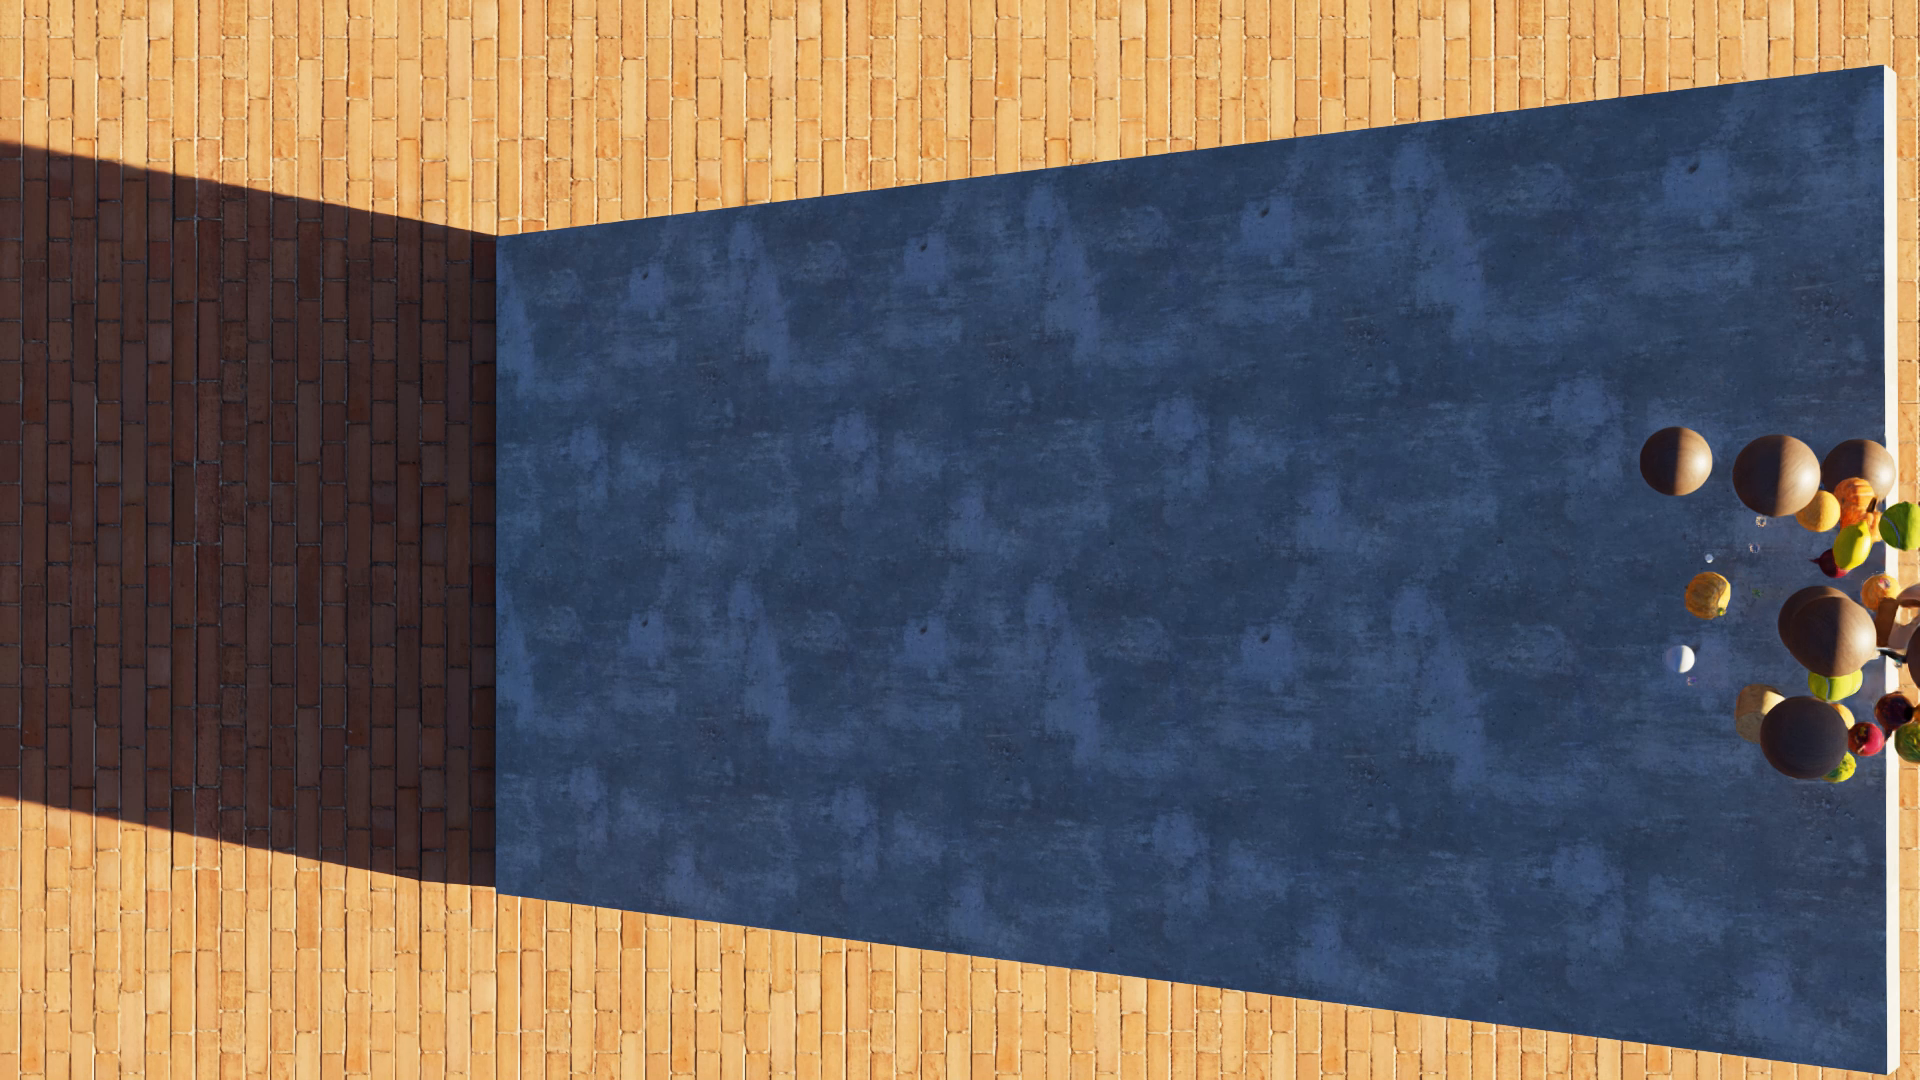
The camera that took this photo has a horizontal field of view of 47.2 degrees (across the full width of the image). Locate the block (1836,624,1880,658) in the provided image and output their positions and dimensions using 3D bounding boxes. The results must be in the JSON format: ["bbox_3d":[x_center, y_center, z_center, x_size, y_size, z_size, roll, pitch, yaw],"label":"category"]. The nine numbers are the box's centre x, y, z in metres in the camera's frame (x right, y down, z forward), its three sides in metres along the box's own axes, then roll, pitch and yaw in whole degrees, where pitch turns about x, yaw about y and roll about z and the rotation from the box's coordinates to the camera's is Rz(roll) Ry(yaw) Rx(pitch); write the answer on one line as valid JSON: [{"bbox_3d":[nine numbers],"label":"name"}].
[{"bbox_3d":[1.701,0.193,4.161,0.055,0.055,0.055,5,94,-13],"label":"block"}]

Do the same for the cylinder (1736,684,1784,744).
[{"bbox_3d":[1.343,0.291,3.692,0.071,0.071,0.071,28,46,0],"label":"cylinder"}]

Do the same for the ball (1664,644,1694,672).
[{"bbox_3d":[1.311,0.216,4.005,0.052,0.052,0.052,0,90,0],"label":"ball"}]

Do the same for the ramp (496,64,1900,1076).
[{"bbox_3d":[0.239,0.066,5.561,4.000,0.100,2.000,0,89,36],"label":"ramp"}]

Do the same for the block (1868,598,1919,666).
[{"bbox_3d":[1.683,0.163,3.885,0.092,0.092,0.092,23,82,-27],"label":"block"}]

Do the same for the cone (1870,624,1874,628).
[{"bbox_3d":[1.768,0.171,4.223,0.074,0.074,0.074,25,72,0],"label":"cone"}]

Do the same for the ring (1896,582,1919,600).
[{"bbox_3d":[1.736,0.145,3.960,0.049,0.148,0.148,18,90,-26],"label":"ring"}]
